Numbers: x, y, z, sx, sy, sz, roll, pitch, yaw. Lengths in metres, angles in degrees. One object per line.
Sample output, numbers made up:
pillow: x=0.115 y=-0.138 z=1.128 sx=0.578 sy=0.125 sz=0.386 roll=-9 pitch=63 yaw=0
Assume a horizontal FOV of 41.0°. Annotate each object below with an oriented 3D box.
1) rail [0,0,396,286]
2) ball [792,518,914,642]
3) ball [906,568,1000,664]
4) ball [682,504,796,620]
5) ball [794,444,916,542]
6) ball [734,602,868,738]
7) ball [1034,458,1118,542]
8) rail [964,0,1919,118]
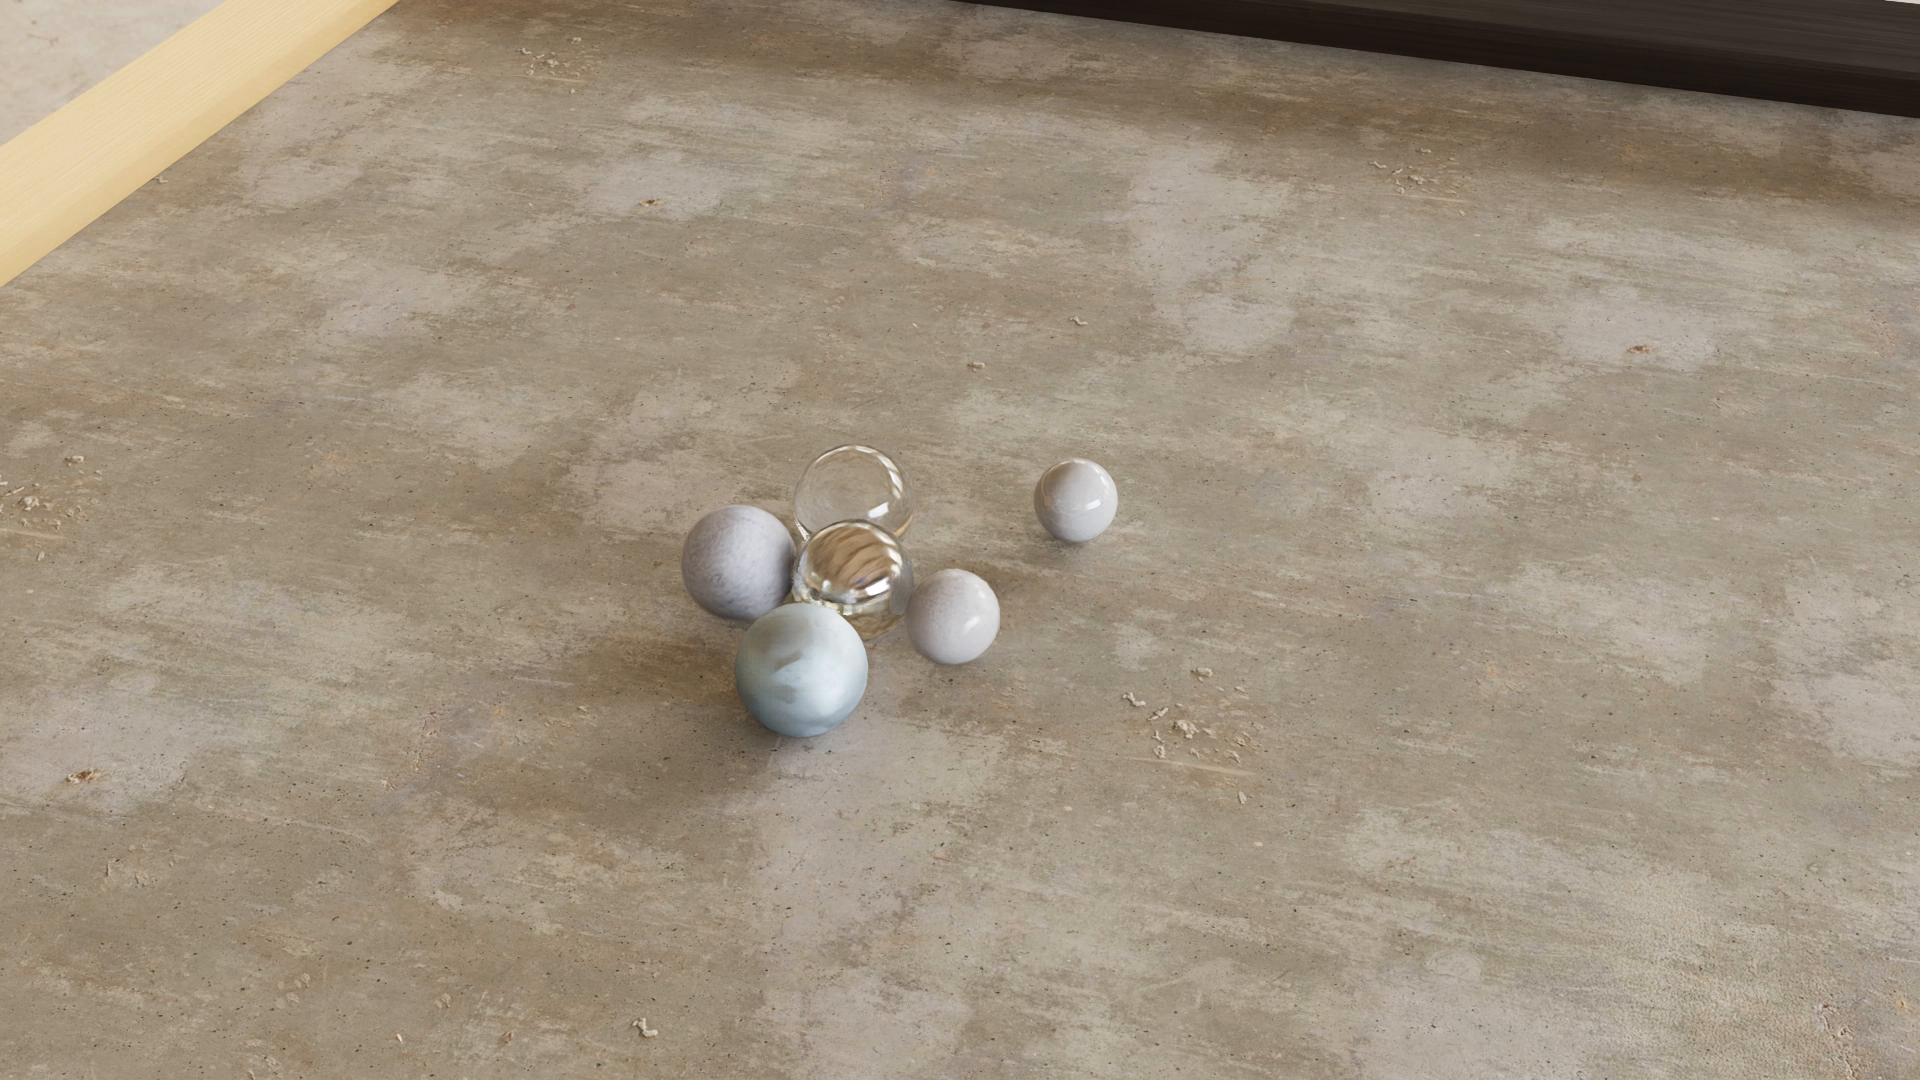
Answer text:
rail: x=-0.972 y=-0.191 z=2.285 sx=0.045 sy=0.127 sz=2.412 roll=10 pitch=34 yaw=15
ball: x=-0.082 y=0.031 z=1.975 sx=0.095 sy=0.095 sz=0.095 roll=0 pitch=33 yaw=0
ball: x=-0.006 y=0.058 z=1.954 sx=0.072 sy=0.072 sz=0.072 roll=0 pitch=33 yaw=0
ball: x=-0.172 y=0.018 z=2.001 sx=0.090 sy=0.090 sz=0.090 roll=0 pitch=33 yaw=0
ball: x=-0.085 y=-0.029 z=2.064 sx=0.098 sy=0.098 sz=0.098 roll=0 pitch=33 yaw=0
ball: x=-0.116 y=0.095 z=1.875 sx=0.098 sy=0.098 sz=0.098 roll=0 pitch=33 yaw=0
ball: x=0.095 y=-0.033 z=2.097 sx=0.069 sy=0.069 sz=0.069 roll=0 pitch=33 yaw=0
rail: x=1.364 y=-0.450 z=2.684 sx=4.189 sy=0.127 sz=0.045 roll=10 pitch=34 yaw=15
